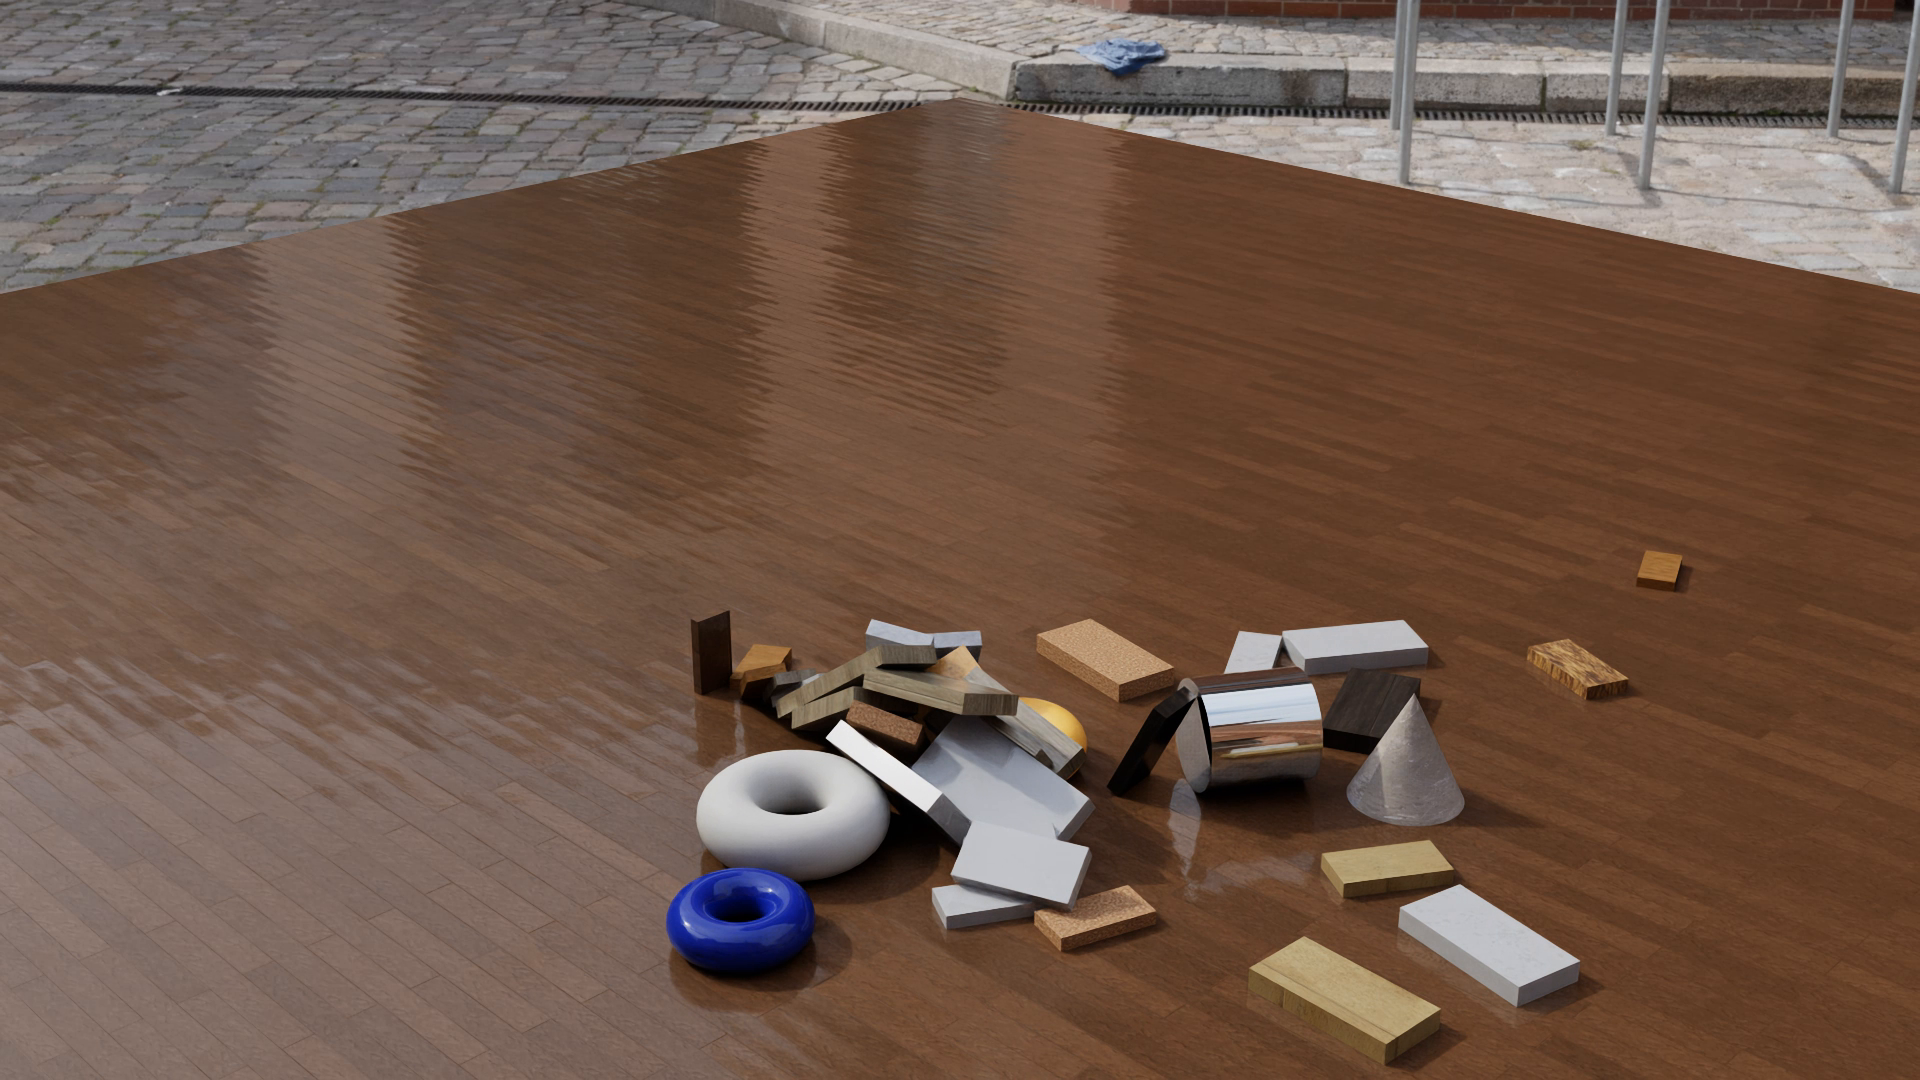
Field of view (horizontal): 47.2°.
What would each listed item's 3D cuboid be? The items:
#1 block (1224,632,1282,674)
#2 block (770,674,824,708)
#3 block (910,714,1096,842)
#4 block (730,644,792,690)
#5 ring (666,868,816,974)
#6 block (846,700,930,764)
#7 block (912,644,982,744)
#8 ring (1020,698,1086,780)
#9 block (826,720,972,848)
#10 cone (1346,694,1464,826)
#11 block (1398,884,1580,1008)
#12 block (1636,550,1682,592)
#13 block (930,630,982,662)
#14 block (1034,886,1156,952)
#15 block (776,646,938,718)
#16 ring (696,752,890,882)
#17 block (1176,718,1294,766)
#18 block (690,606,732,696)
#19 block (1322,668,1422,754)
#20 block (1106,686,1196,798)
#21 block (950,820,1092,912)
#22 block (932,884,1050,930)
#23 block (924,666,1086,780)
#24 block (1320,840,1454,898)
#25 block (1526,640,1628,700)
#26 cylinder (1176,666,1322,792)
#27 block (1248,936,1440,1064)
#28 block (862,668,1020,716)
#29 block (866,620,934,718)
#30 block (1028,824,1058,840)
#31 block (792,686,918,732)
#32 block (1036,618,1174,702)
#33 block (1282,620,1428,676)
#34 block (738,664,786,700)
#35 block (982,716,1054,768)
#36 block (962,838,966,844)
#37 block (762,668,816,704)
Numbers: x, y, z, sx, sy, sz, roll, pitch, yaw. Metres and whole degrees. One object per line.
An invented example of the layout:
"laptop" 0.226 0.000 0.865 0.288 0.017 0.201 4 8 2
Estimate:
"block" 0.676 0.278 5.069 0.101 0.029 0.239 6 24 14
"block" -0.324 0.329 4.797 0.089 0.025 0.178 3 -21 -41
"block" 0.080 0.490 4.321 0.346 0.049 0.173 34 78 32
"block" -0.456 0.293 5.038 0.091 0.026 0.182 5 24 12
"ring" -0.400 0.693 4.015 0.273 0.091 0.273 1 24 0
"block" -0.142 0.399 4.497 0.148 0.042 0.297 20 -13 8
"block" 0.023 0.388 4.530 0.173 0.049 0.346 -32 52 -6
"ring" 0.119 0.430 4.616 0.297 0.099 0.297 -2 27 1
"block" -0.110 0.490 4.379 0.049 0.173 0.346 -50 43 -10
"cone" 0.915 0.417 4.471 0.239 0.239 0.239 0 23 0
"block" 0.955 0.731 3.983 0.150 0.043 0.301 -14 27 -29
"block" 1.764 0.078 5.545 0.091 0.026 0.182 9 25 21
"block" -0.027 0.280 4.783 0.119 0.294 0.034 -3 62 -7
"block" 0.251 0.700 4.075 0.202 0.029 0.101 -11 25 -25
"block" -0.224 0.302 4.652 0.138 0.039 0.412 2 -21 -37
"ring" -0.327 0.540 4.328 0.382 0.127 0.382 1 24 0
"block" 0.586 0.430 4.706 0.224 0.032 0.112 -5 24 -12
"block" -0.557 0.250 4.940 0.026 0.182 0.091 21 31 41
"block" 0.900 0.376 4.818 0.157 0.044 0.313 9 25 20
"block" 0.391 0.413 4.495 0.034 0.238 0.119 40 39 19
"block" 0.115 0.610 4.128 0.238 0.034 0.119 11 59 23
"block" 0.058 0.677 4.128 0.202 0.029 0.101 -6 24 -15
"block" 0.089 0.400 4.442 0.157 0.044 0.313 -44 54 -15
"block" 0.821 0.632 4.231 0.224 0.032 0.112 -5 24 -12
"block" 1.410 0.294 5.026 0.112 0.032 0.224 -9 25 -20
"cylinder" 0.593 0.390 4.538 0.237 0.237 0.237 -5 24 -12
"block" 0.666 0.798 3.826 0.150 0.043 0.301 -19 30 -38
"block" -0.040 0.302 4.398 0.149 0.042 0.297 5 4 -43
"block" -0.127 0.282 4.704 0.138 0.276 0.039 15 54 10
"block" 0.118 0.601 4.201 0.149 0.021 0.075 -20 57 10
"block" -0.222 0.360 4.609 0.149 0.042 0.297 9 -17 -28
"block" 0.332 0.274 5.057 0.157 0.044 0.313 -15 27 -31
"block" 0.918 0.250 5.118 0.301 0.043 0.150 -5 23 -11
"block" -0.436 0.312 4.849 0.089 0.025 0.178 -11 -14 -13
"block" 0.113 0.397 4.358 0.149 0.075 0.021 33 78 33
"block" 0.076 0.604 4.189 0.149 0.021 0.075 -4 60 19
"block" -0.375 0.322 4.832 0.089 0.025 0.178 -8 -15 -17
